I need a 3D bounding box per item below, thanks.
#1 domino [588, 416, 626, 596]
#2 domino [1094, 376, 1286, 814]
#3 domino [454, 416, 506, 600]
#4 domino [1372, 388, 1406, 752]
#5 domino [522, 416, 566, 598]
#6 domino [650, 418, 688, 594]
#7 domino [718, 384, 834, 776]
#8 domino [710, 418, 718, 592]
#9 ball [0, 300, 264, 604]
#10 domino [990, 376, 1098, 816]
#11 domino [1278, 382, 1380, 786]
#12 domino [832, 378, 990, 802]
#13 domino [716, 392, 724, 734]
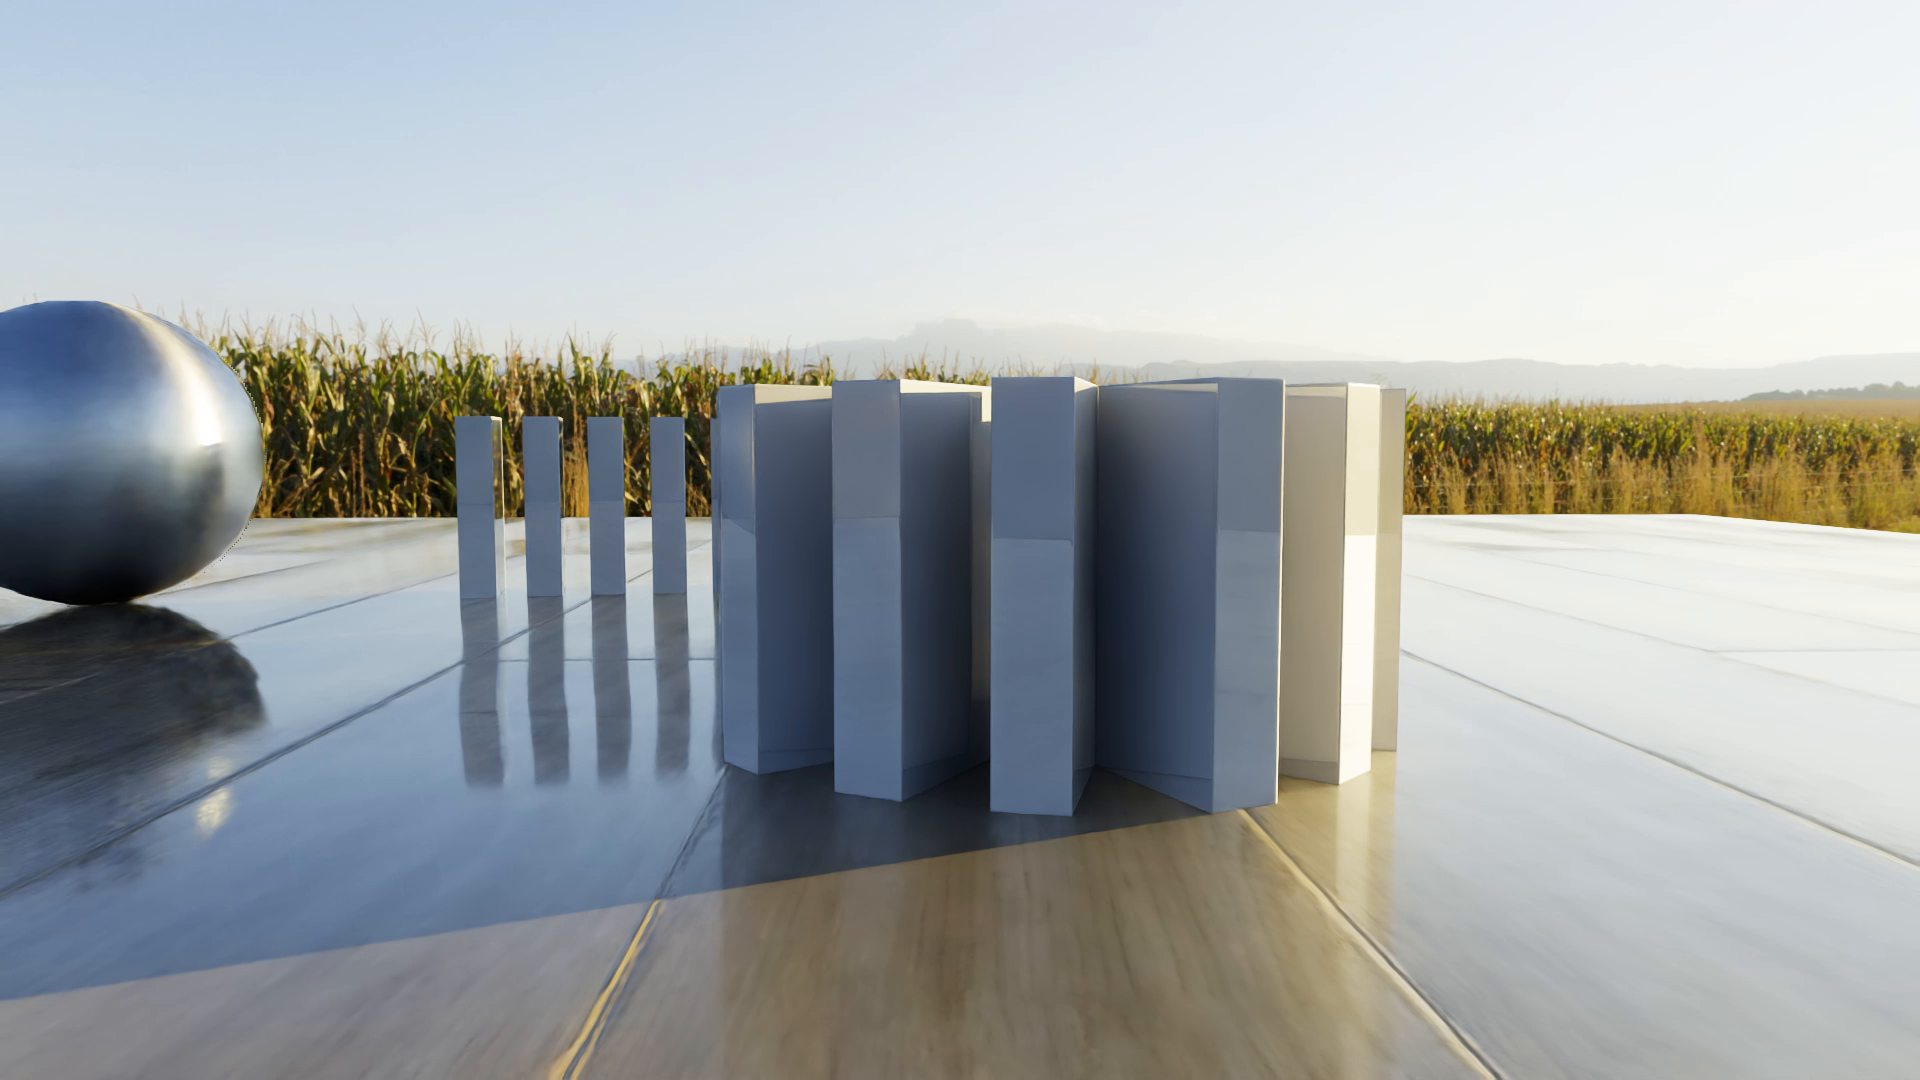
[{"bbox_3d":[-0.102,-0.010,0.372,0.009,0.050,0.025,-1,4,-14],"label":"domino"},{"bbox_3d":[0.028,0.006,0.159,0.009,0.050,0.025,-2,5,-26],"label":"domino"},{"bbox_3d":[-0.135,-0.010,0.363,0.009,0.050,0.025,-1,4,-14],"label":"domino"},{"bbox_3d":[0.050,0.004,0.184,0.025,0.050,0.010,1,5,19],"label":"domino"},{"bbox_3d":[-0.119,-0.010,0.367,0.009,0.050,0.025,-1,4,-15],"label":"domino"},{"bbox_3d":[-0.085,-0.011,0.375,0.009,0.050,0.025,-1,4,-12],"label":"domino"},{"bbox_3d":[-0.019,0.004,0.174,0.025,0.050,0.009,-3,5,-37],"label":"domino"},{"bbox_3d":[-0.068,-0.011,0.379,0.010,0.050,0.025,-1,4,-10],"label":"domino"},{"bbox_3d":[-0.229,-0.023,0.339,0.080,0.080,0.080,0,4,0],"label":"ball"},{"bbox_3d":[0.011,0.006,0.158,0.010,0.050,0.025,1,4,12],"label":"domino"},{"bbox_3d":[0.041,0.005,0.170,0.025,0.050,0.009,4,6,41],"label":"domino"},{"bbox_3d":[-0.005,0.005,0.164,0.009,0.050,0.025,2,5,28],"label":"domino"},{"bbox_3d":[-0.022,0.003,0.191,0.025,0.050,0.010,0,4,3],"label":"domino"}]
